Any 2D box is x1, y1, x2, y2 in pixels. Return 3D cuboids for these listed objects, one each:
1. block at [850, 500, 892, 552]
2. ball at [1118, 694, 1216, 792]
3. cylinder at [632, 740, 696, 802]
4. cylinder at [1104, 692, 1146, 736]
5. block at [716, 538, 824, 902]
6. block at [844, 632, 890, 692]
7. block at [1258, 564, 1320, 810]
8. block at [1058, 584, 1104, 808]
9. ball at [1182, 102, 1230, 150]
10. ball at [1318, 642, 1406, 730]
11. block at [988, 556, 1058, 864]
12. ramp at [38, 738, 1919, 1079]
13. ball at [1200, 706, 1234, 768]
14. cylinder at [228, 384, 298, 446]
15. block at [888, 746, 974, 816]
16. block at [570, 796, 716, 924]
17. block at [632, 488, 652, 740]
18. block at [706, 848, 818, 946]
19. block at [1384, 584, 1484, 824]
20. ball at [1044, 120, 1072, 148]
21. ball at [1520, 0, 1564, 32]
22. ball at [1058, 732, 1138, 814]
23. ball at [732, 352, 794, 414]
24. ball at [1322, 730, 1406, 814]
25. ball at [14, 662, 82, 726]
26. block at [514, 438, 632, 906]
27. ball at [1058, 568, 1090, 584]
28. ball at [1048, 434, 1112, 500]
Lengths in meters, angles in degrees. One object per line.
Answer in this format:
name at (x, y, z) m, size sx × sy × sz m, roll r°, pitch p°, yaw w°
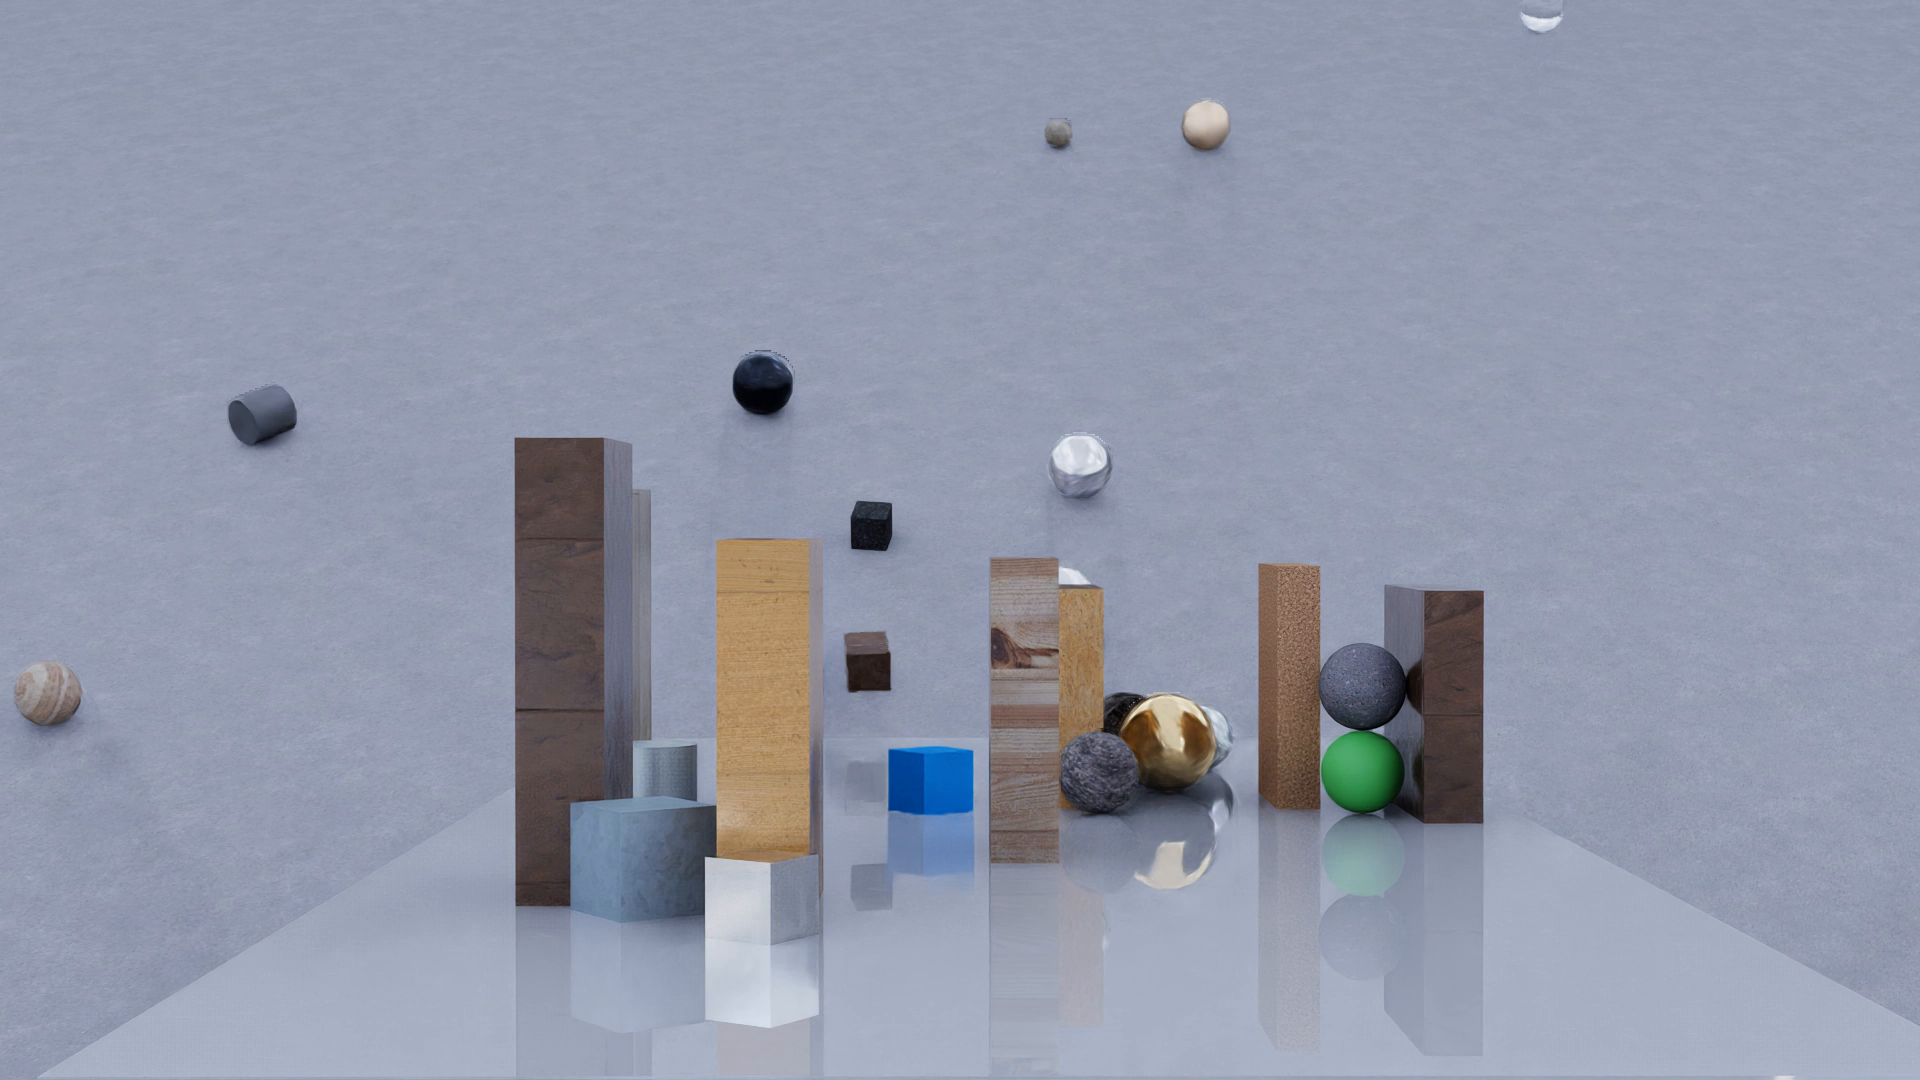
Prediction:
block at (-0.263, -0.042, 7.703) m, size 0.107 × 0.107 × 0.107 m, roll 4°, pitch 29°, yaw 7°
ball at (0.426, 0.417, 5.319) m, size 0.202 × 0.202 × 0.202 m, roll 0°, pitch 28°, yaw 0°
cylinder at (-0.555, 0.447, 4.692) m, size 0.155 × 0.155 × 0.155 m, roll 0°, pitch 1°, yaw 0°
cylinder at (0.368, 0.424, 5.547) m, size 0.185 × 0.185 × 0.185 m, roll -5°, pitch 1°, yaw -10°
block at (-0.272, 0.266, 3.746) m, size 0.128 × 0.535 × 0.364 m, roll 0°, pitch 1°, yaw 0°
block at (-0.251, 0.329, 7.009) m, size 0.115 × 0.115 × 0.115 m, roll -3°, pitch 29°, yaw -6°
block at (0.655, 0.284, 5.152) m, size 0.083 × 0.470 × 0.316 m, roll 0°, pitch 1°, yaw 0°
block at (0.224, 0.307, 5.184) m, size 0.109 × 0.426 × 0.329 m, roll 0°, pitch 1°, yaw 0°
ball at (1.016, -1.711, 10.679) m, size 0.202 × 0.202 × 0.202 m, roll 0°, pitch 28°, yaw 0°
ball at (0.772, 0.281, 4.958) m, size 0.168 × 0.168 × 0.168 m, roll 0°, pitch 28°, yaw 0°
block at (0.106, 0.278, 4.358) m, size 0.111 × 0.498 × 0.272 m, roll 0°, pitch 1°, yaw 0°
ramp at (0.064, 0.575, 4.618) m, size 2.000 × 0.100 × 4.000 m, roll 0°, pitch 1°, yaw 0°
ball at (0.541, 0.442, 5.783) m, size 0.144 × 0.144 × 0.144 m, roll 0°, pitch 28°, yaw 0°
cylinder at (-2.243, -0.402, 8.313) m, size 0.154 × 0.154 × 0.154 m, roll 22°, pitch 35°, yaw 34°
block at (-0.056, 0.463, 4.986) m, size 0.117 × 0.117 × 0.117 m, roll 0°, pitch 1°, yaw -37°
block at (-0.455, 0.456, 3.711) m, size 0.154 × 0.154 × 0.154 m, roll 0°, pitch 1°, yaw -35°
block at (-0.662, 0.213, 4.919) m, size 0.109 × 0.619 × 0.345 m, roll 0°, pitch 1°, yaw 0°
block at (-0.267, 0.481, 3.490) m, size 0.109 × 0.109 × 0.109 m, roll 0°, pitch 1°, yaw 33°
block at (0.911, 0.306, 4.989) m, size 0.110 × 0.430 × 0.446 m, roll 0°, pitch 1°, yaw 0°
ball at (0.408, -1.687, 10.726) m, size 0.115 × 0.115 × 0.115 m, roll 0°, pitch 28°, yaw 0°
ball at (2.724, -2.479, 12.095) m, size 0.203 × 0.203 × 0.203 m, roll 0°, pitch 28°, yaw 0°
ball at (0.264, 0.444, 4.943) m, size 0.156 × 0.156 × 0.156 m, roll 0°, pitch 28°, yaw 0°
ball at (-0.646, -0.512, 8.467) m, size 0.203 × 0.203 × 0.203 m, roll 0°, pitch 28°, yaw 0°
ball at (0.769, 0.442, 4.932) m, size 0.159 × 0.159 × 0.159 m, roll 0°, pitch 28°, yaw 0°
ball at (-2.403, 0.406, 6.811) m, size 0.169 × 0.169 × 0.169 m, roll 0°, pitch 28°, yaw 0°
block at (-0.583, 0.190, 3.924) m, size 0.130 × 0.682 × 0.330 m, roll 0°, pitch 1°, yaw 0°
ball at (0.282, 0.175, 7.208) m, size 0.197 × 0.197 × 0.197 m, roll 0°, pitch 28°, yaw 0°
ball at (0.368, -0.224, 7.942) m, size 0.198 × 0.198 × 0.198 m, roll 0°, pitch 28°, yaw 0°
